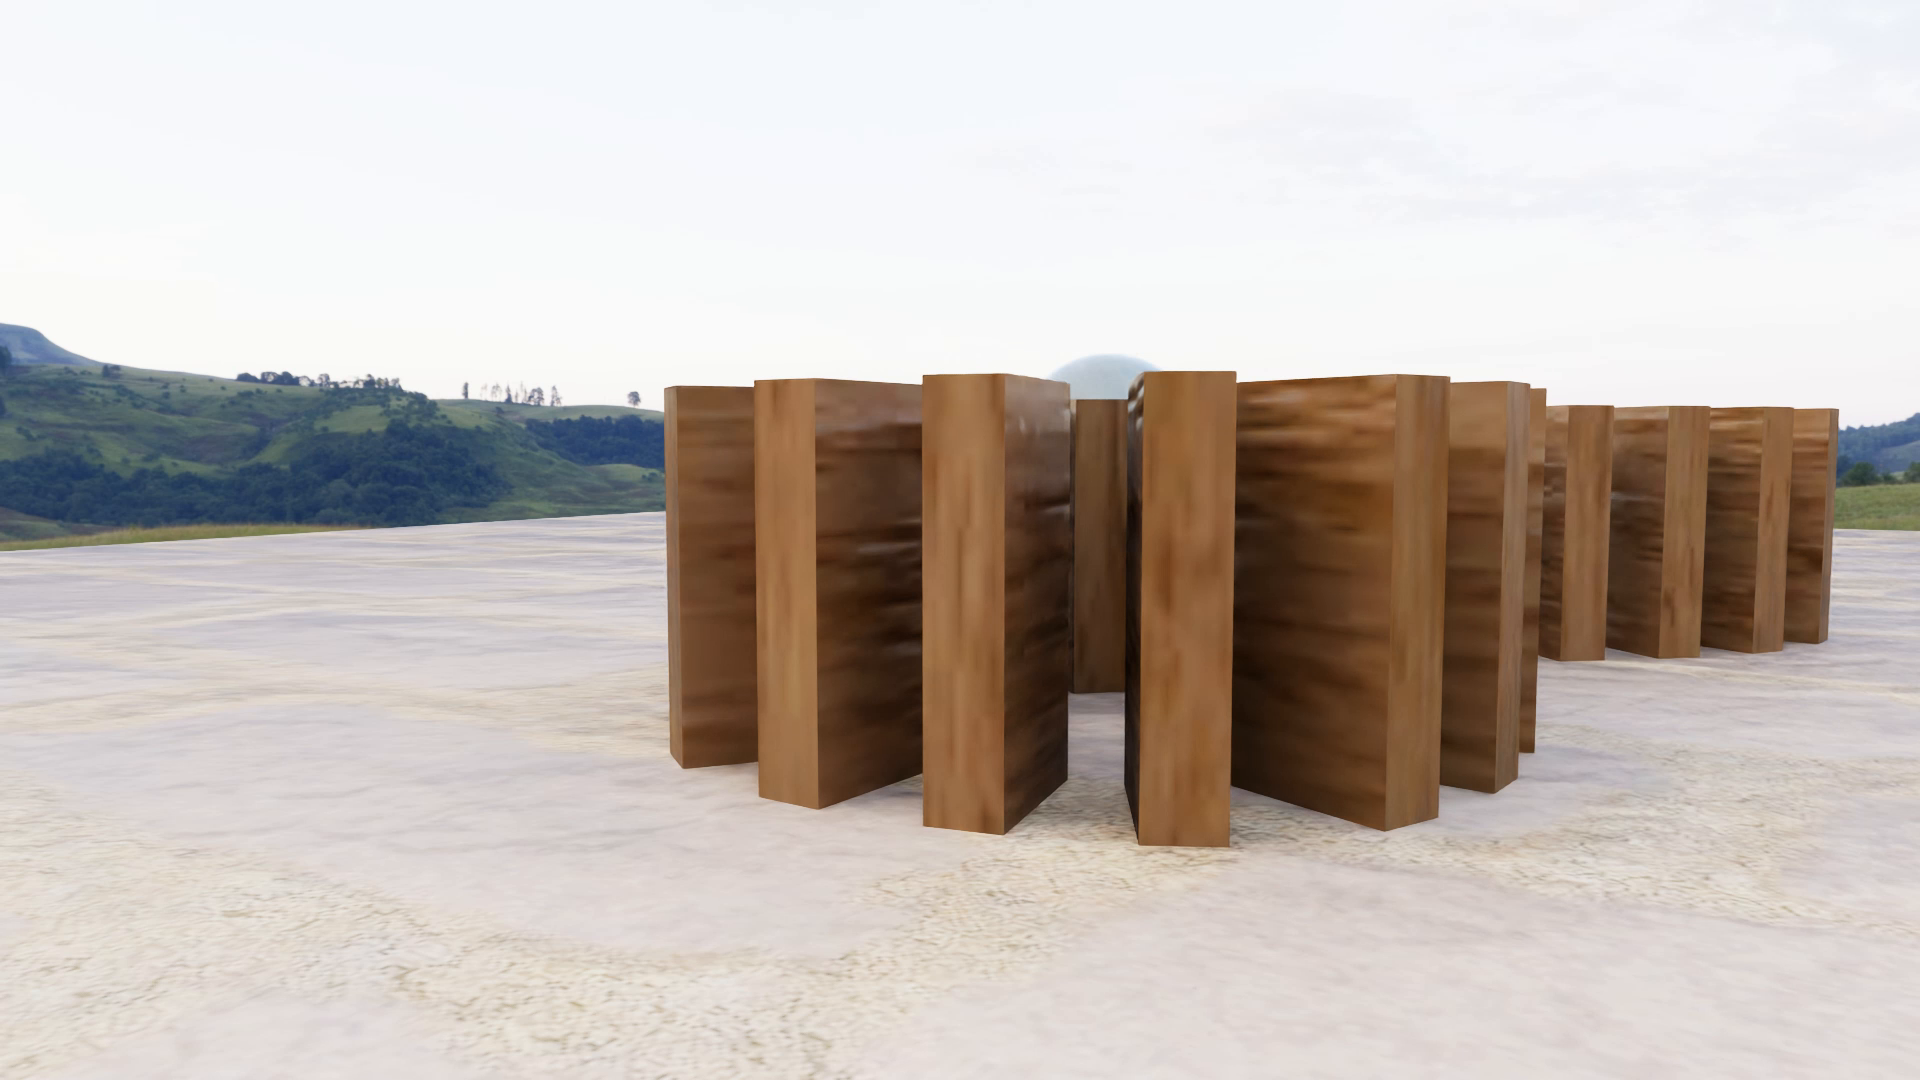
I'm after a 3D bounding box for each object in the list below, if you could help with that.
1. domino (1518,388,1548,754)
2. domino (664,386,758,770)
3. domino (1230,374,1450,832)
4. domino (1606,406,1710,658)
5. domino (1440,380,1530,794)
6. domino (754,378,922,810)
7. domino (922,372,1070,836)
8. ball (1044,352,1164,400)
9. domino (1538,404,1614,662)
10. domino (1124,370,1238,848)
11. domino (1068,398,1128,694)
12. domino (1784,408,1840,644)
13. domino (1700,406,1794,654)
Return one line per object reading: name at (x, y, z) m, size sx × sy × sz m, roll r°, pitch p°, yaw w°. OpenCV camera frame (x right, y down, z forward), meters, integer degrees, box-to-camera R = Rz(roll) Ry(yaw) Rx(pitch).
domino at (0.069, 0.004, 0.183) m, size 0.025 × 0.050 × 0.010 m, roll 1°, pitch 5°, yaw 19°
domino at (-0.027, 0.004, 0.175) m, size 0.025 × 0.050 × 0.009 m, roll -2°, pitch 5°, yaw -23°
domino at (0.044, 0.006, 0.152) m, size 0.009 × 0.050 × 0.025 m, roll -3°, pitch 5°, yaw -34°
domino at (0.140, -0.002, 0.265) m, size 0.010 × 0.050 × 0.025 m, roll -1°, pitch 4°, yaw -12°
domino at (0.058, 0.005, 0.166) m, size 0.025 × 0.050 × 0.010 m, roll 4°, pitch 6°, yaw 39°
domino at (-0.013, 0.006, 0.160) m, size 0.010 × 0.050 × 0.025 m, roll 3°, pitch 5°, yaw 35°
domino at (0.005, 0.006, 0.151) m, size 0.009 × 0.050 × 0.025 m, roll 2°, pitch 5°, yaw 21°
ball at (0.061, -0.037, 0.531) m, size 0.080 × 0.080 × 0.080 m, roll 0°, pitch 4°, yaw 0°
domino at (0.120, -0.002, 0.262) m, size 0.009 × 0.050 × 0.025 m, roll -1°, pitch 4°, yaw -8°
domino at (0.025, 0.007, 0.146) m, size 0.009 × 0.050 × 0.025 m, roll 0°, pitch 4°, yaw 4°
domino at (0.021, 0.000, 0.230) m, size 0.009 × 0.050 × 0.025 m, roll -1°, pitch 4°, yaw -14°
domino at (0.177, -0.004, 0.283) m, size 0.025 × 0.050 × 0.009 m, roll 4°, pitch 6°, yaw 44°
domino at (0.160, -0.003, 0.271) m, size 0.009 × 0.050 × 0.025 m, roll -2°, pitch 5°, yaw -24°
